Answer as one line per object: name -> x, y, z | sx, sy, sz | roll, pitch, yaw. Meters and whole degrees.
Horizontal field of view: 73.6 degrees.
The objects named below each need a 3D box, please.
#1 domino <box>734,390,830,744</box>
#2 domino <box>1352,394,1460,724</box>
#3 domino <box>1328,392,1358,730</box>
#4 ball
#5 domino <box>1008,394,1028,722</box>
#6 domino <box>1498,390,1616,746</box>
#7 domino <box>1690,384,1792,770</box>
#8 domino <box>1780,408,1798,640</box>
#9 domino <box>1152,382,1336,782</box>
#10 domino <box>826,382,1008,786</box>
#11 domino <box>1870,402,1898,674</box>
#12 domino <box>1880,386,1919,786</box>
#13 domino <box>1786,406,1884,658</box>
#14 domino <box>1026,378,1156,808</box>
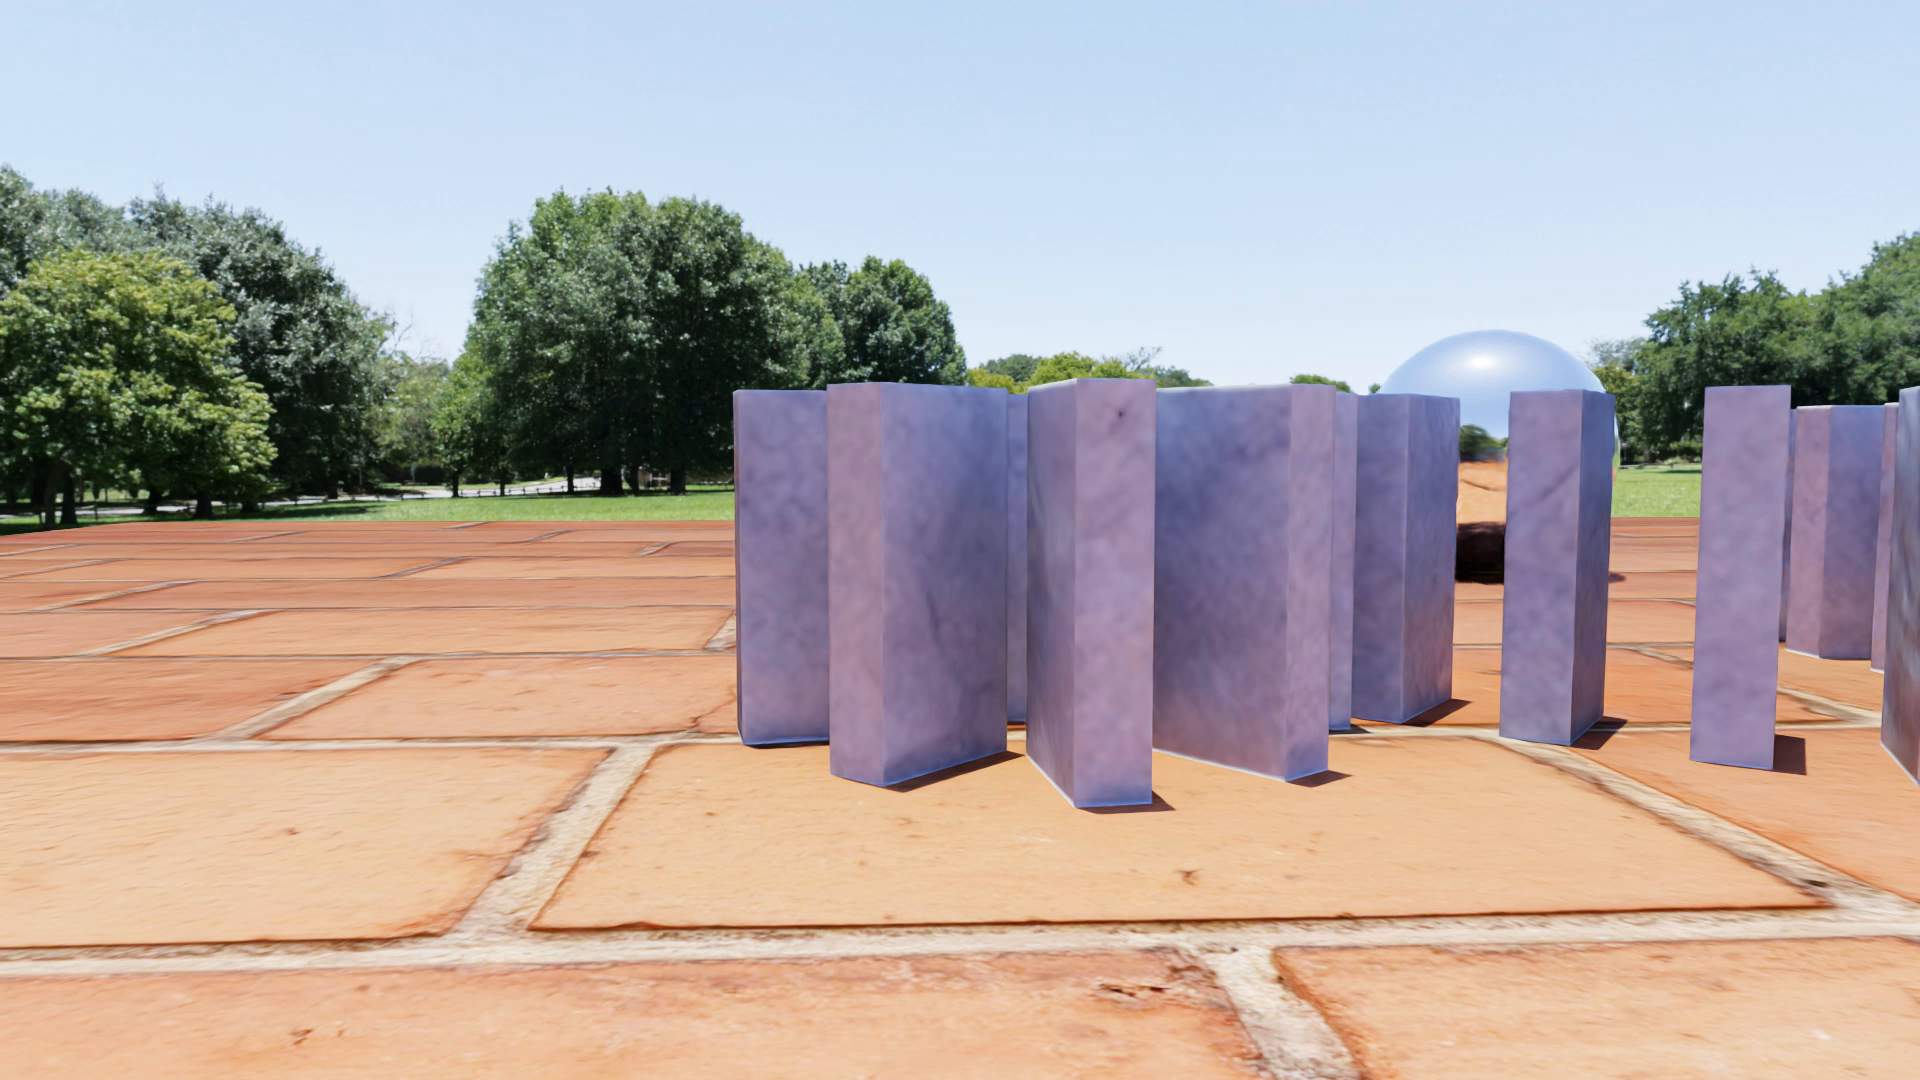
domino -> -0.020, 0.003, 0.187 | 0.025, 0.050, 0.009 | -1, 4, -14
domino -> 0.071, 0.002, 0.206 | 0.009, 0.050, 0.025 | 3, 5, 38
domino -> 0.045, 0.003, 0.192 | 0.025, 0.050, 0.010 | -1, 4, -10
ball -> 0.174, -0.029, 0.424 | 0.080, 0.080, 0.080 | 0, 4, 0
domino -> 0.000, 0.003, 0.200 | 0.025, 0.050, 0.010 | 0, 4, 0
domino -> 0.090, 0.003, 0.192 | 0.009, 0.050, 0.025 | 3, 5, 36
domino -> 0.109, 0.004, 0.179 | 0.009, 0.050, 0.025 | 3, 5, 33
domino -> 0.181, -0.004, 0.282 | 0.025, 0.050, 0.009 | 0, 4, -3
domino -> 0.036, 0.005, 0.172 | 0.009, 0.050, 0.025 | -4, 6, -40
domino -> -0.005, 0.005, 0.170 | 0.010, 0.050, 0.025 | 4, 6, 40
domino -> 0.184, 0.000, 0.235 | 0.025, 0.050, 0.010 | 0, 4, -1
domino -> 0.129, 0.005, 0.167 | 0.010, 0.050, 0.025 | 2, 5, 27
domino -> 0.183, -0.002, 0.258 | 0.025, 0.050, 0.009 | 0, 4, -3
domino -> 0.016, 0.005, 0.161 | 0.010, 0.050, 0.025 | -1, 4, -10
